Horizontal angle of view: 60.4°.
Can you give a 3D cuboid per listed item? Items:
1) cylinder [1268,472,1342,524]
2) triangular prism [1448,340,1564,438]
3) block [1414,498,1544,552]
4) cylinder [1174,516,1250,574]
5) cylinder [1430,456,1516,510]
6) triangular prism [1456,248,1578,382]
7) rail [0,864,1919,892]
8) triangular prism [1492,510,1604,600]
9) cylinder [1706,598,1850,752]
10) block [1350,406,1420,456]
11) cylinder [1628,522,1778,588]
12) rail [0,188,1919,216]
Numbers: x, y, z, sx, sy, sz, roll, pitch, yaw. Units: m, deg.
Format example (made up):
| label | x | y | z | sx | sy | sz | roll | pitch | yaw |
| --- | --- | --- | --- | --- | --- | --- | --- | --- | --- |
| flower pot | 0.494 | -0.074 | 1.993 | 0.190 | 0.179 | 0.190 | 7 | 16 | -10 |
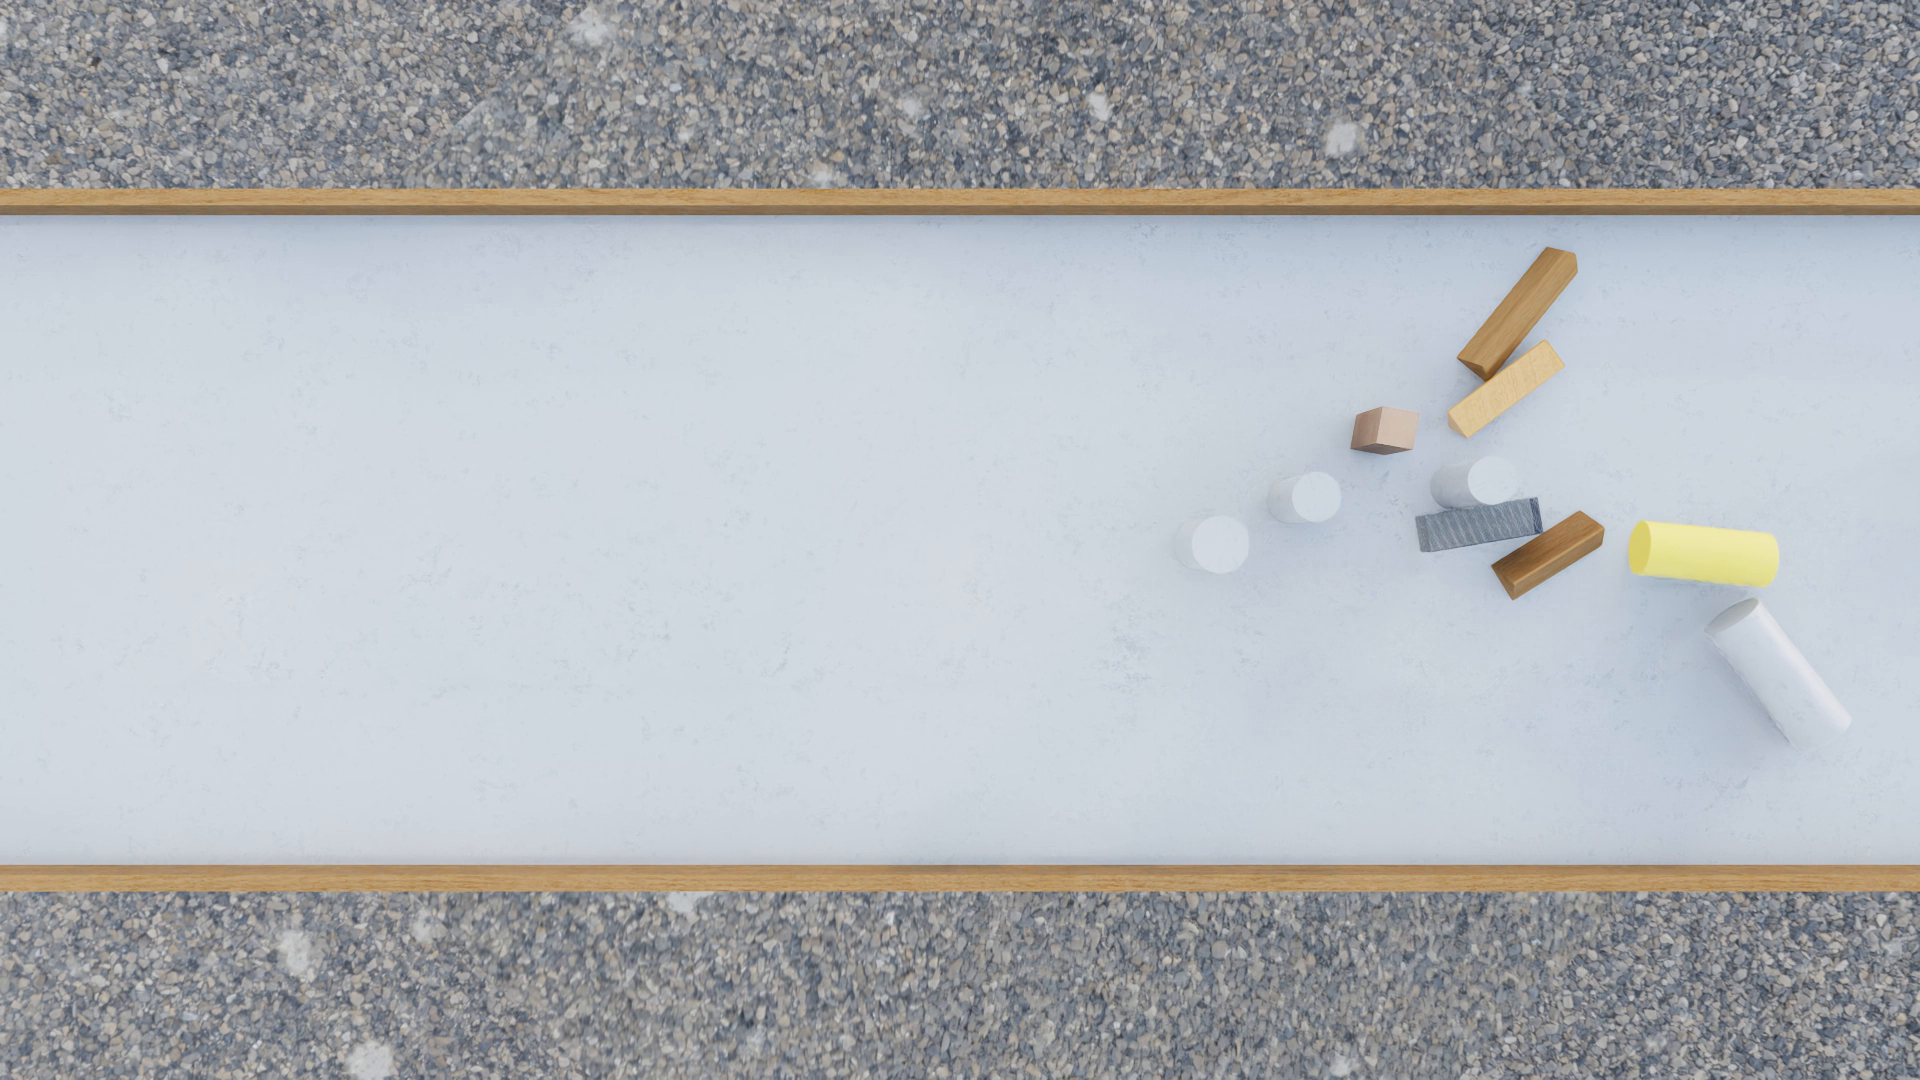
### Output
| label | x | y | z | sx | sy | sz | roll | pitch | yaw |
| --- | --- | --- | --- | --- | --- | --- | --- | --- | --- |
| cylinder | 1.016 | -0.122 | 4.887 | 0.142 | 0.379 | 0.142 | 0 | 90 | 0 |
| triangular prism | 1.646 | -0.468 | 5.011 | 0.369 | 0.102 | 0.089 | -37 | 121 | 0 |
| block | 1.578 | -0.046 | 5.021 | 0.344 | 0.111 | 0.111 | -10 | 90 | 0 |
| cylinder | 0.742 | 0.013 | 4.887 | 0.165 | 0.379 | 0.165 | 0 | 90 | 0 |
| cylinder | 1.514 | -0.166 | 4.884 | 0.138 | 0.384 | 0.138 | 0 | 89 | 0 |
| triangular prism | 1.713 | -0.692 | 5.020 | 0.123 | 0.107 | 0.440 | 39 | 90 | 0 |
| rail | -2.247 | 1.025 | 5.001 | 12.000 | 0.150 | 0.050 | 0 | 90 | 0 |
| triangular prism | 1.803 | 0.048 | 5.019 | 0.322 | 0.109 | 0.126 | -32 | 90 | 0 |
| cylinder | 2.472 | 0.407 | 4.988 | 0.178 | 0.178 | 0.450 | -38 | 90 | 0 |
| block | 1.263 | -0.324 | 4.917 | 0.108 | 0.319 | 0.108 | 10 | 90 | 0 |
| cylinder | 2.249 | 0.044 | 4.995 | 0.383 | 0.163 | 0.163 | 6 | 90 | 0 |
| rail | -2.247 | -1.025 | 5.002 | 12.000 | 0.150 | 0.050 | 0 | 90 | 0 |
